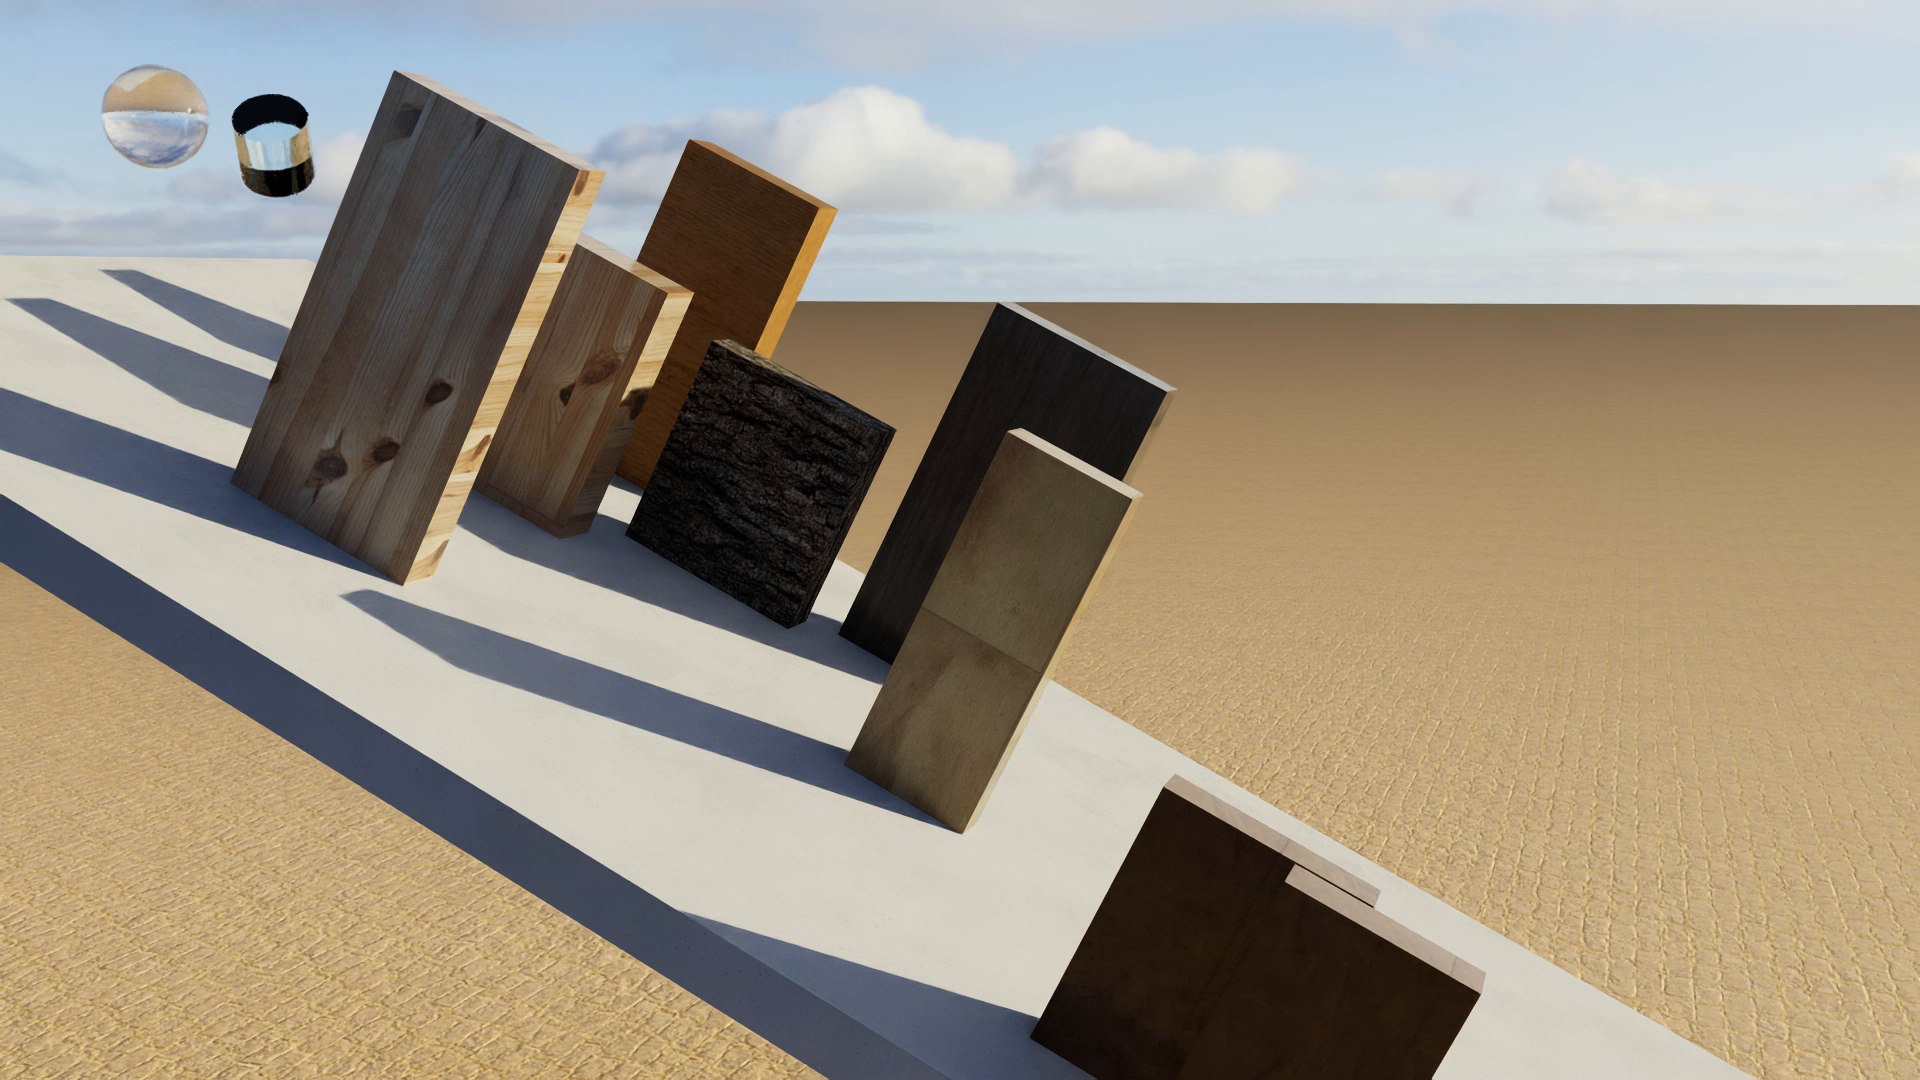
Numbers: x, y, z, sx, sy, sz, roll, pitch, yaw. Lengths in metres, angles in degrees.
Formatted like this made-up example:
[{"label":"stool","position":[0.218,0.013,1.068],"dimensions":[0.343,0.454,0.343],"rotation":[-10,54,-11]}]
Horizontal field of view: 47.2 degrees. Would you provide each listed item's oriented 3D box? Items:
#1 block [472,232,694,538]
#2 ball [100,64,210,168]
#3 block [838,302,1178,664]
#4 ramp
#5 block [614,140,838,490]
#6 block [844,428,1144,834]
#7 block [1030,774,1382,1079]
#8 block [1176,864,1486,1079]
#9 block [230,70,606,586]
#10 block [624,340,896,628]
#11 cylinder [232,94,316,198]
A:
[{"label":"block","position":[-0.860,-0.355,4.465],"dimensions":[0.447,0.551,0.125],"rotation":[29,14,12]},{"label":"ball","position":[-1.635,-0.860,4.468],"dimensions":[0.208,0.208,0.208],"rotation":[0,7,0]},{"label":"block","position":[0.094,-0.054,4.583],"dimensions":[0.396,0.785,0.107],"rotation":[29,14,12]},{"label":"ramp","position":[-0.241,0.405,4.158],"dimensions":[4.000,0.100,2.000],"rotation":[29,14,12]},{"label":"block","position":[-0.597,-0.482,4.974],"dimensions":[0.343,0.756,0.119],"rotation":[29,14,12]},{"label":"block","position":[0.056,0.164,3.925],"dimensions":[0.252,0.685,0.093],"rotation":[29,14,12]},{"label":"block","position":[0.360,0.630,3.258],"dimensions":[0.344,0.447,0.088],"rotation":[29,14,12]},{"label":"block","position":[0.473,0.731,3.027],"dimensions":[0.293,0.477,0.094],"rotation":[29,14,12]},{"label":"block","position":[-0.948,-0.362,3.817],"dimensions":[0.383,0.795,0.097],"rotation":[29,14,12]},{"label":"block","position":[-0.418,-0.119,4.587],"dimensions":[0.409,0.459,0.104],"rotation":[29,14,12]},{"label":"cylinder","position":[-1.394,-0.801,4.470],"dimensions":[0.147,0.147,0.147],"rotation":[4,51,-5]}]
